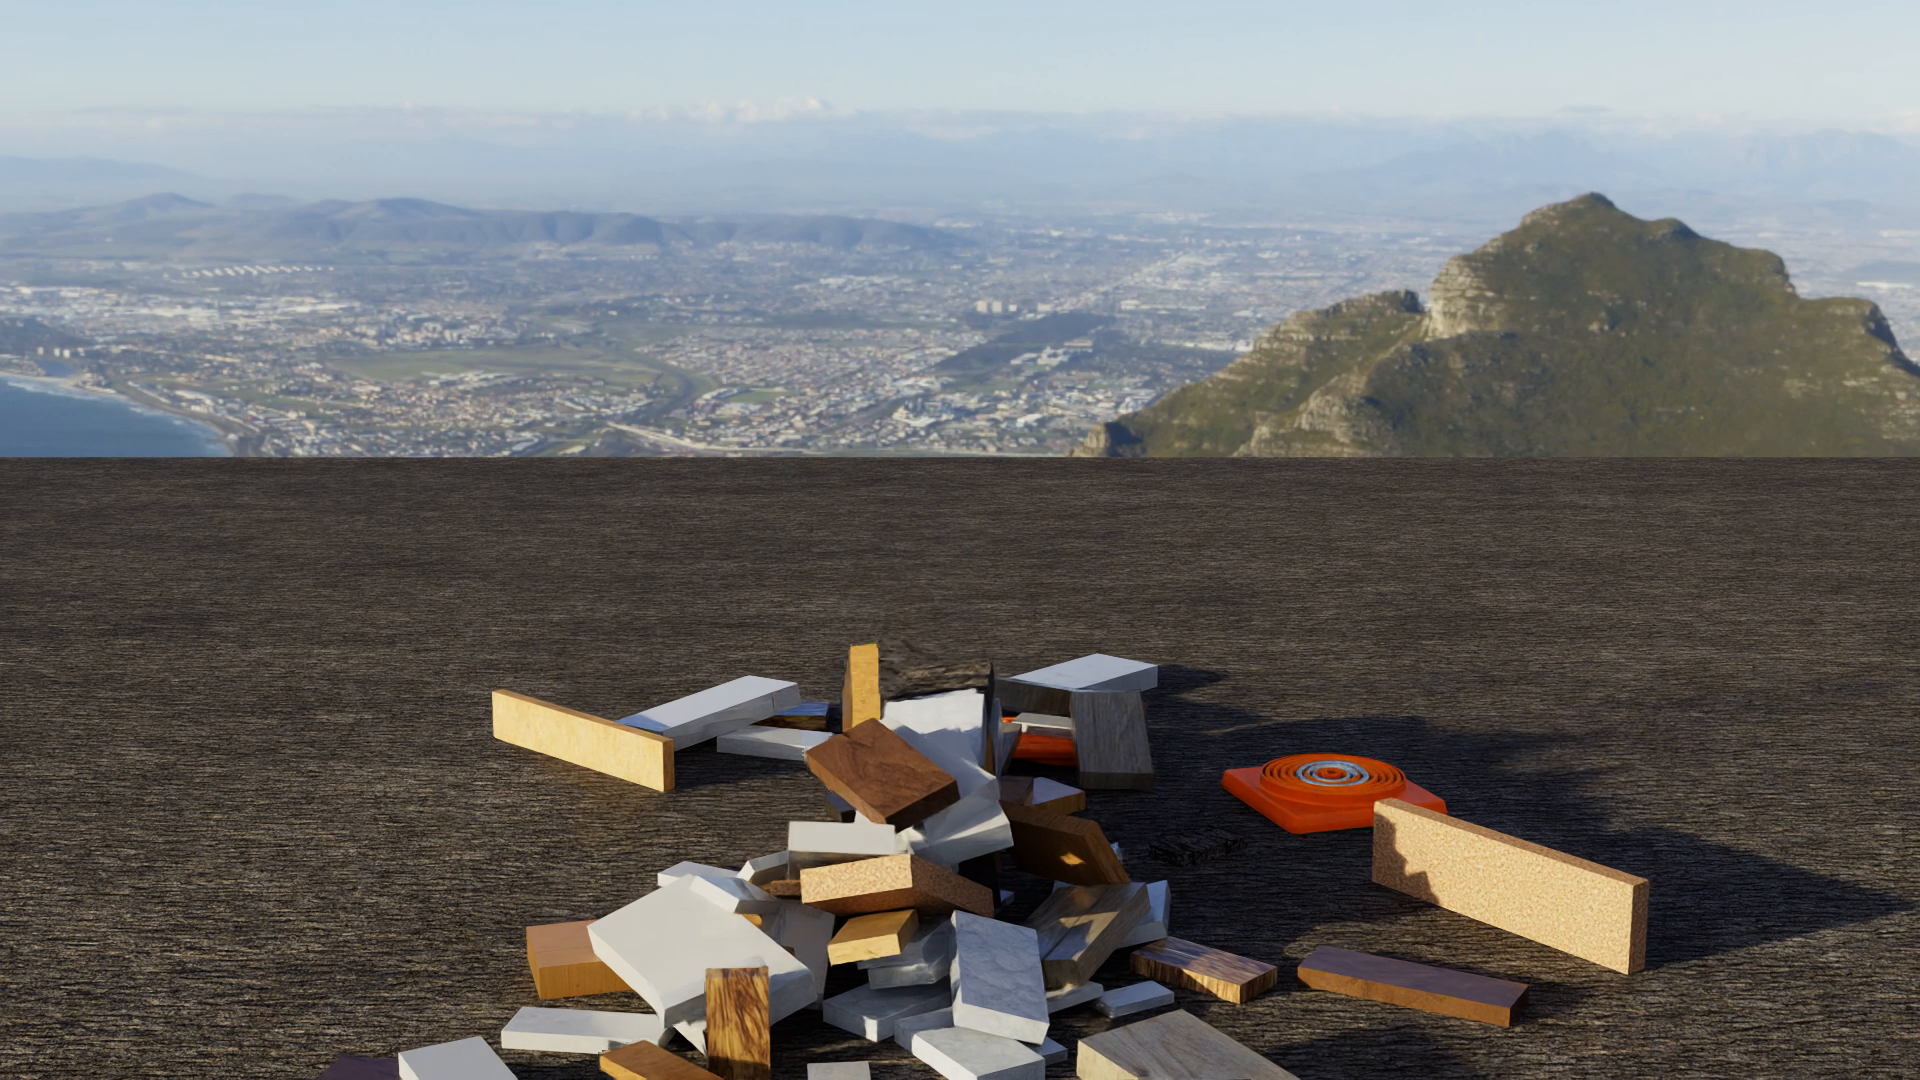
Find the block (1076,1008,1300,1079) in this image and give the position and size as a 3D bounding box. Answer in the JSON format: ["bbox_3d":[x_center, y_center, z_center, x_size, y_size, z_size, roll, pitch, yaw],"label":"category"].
[{"bbox_3d":[0.396,0.729,2.679,0.176,0.050,0.600,-8,17,-34],"label":"block"}]

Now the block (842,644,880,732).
[{"bbox_3d":[-0.178,0.316,3.950,0.047,0.166,0.332,-1,-19,-6],"label":"block"}]

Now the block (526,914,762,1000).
[{"bbox_3d":[-0.472,0.624,3.348,0.352,0.050,0.176,-3,11,-17],"label":"block"}]

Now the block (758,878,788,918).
[{"bbox_3d":[-0.261,0.578,3.517,0.158,0.079,0.022,-9,15,-41],"label":"block"}]

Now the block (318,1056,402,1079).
[{"bbox_3d":[-0.729,0.720,2.883,0.221,0.031,0.110,2,11,8],"label":"block"}]

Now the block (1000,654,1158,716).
[{"bbox_3d":[0.257,0.327,4.950,0.176,0.050,0.388,9,14,41],"label":"block"}]

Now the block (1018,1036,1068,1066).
[{"bbox_3d":[0.094,0.699,3.042,0.055,0.016,0.111,-7,12,-32],"label":"block"}]

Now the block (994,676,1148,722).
[{"bbox_3d":[0.200,0.335,4.638,0.353,0.050,0.176,10,-1,-12],"label":"block"}]

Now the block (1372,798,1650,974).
[{"bbox_3d":[0.869,0.546,3.521,0.040,0.141,0.522,-8,13,-36],"label":"block"}]

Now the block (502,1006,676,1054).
[{"bbox_3d":[-0.518,0.688,3.075,0.224,0.025,0.088,2,11,8],"label":"block"}]

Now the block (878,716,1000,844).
[{"bbox_3d":[-0.081,0.368,3.405,0.141,0.040,0.282,-29,32,-28],"label":"block"}]

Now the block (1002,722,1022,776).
[{"bbox_3d":[0.046,0.411,4.273,0.111,0.031,0.221,4,20,11],"label":"block"}]

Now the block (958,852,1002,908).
[{"bbox_3d":[-0.037,0.480,3.712,0.172,0.049,0.456,-10,27,0],"label":"block"}]

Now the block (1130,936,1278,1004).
[{"bbox_3d":[0.365,0.644,3.302,0.198,0.028,0.099,9,14,40],"label":"block"}]

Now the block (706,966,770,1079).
[{"bbox_3d":[-0.294,0.644,2.925,0.082,0.164,0.023,-1,23,-4],"label":"block"}]

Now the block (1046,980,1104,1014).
[{"bbox_3d":[0.144,0.663,3.179,0.118,0.016,0.055,-12,4,-28],"label":"block"}]

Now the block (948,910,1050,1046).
[{"bbox_3d":[0.052,0.616,3.113,0.126,0.036,0.252,15,19,-8],"label":"block"}]

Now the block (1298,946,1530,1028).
[{"bbox_3d":[0.666,0.655,3.240,0.319,0.028,0.100,6,12,29],"label":"block"}]

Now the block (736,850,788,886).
[{"bbox_3d":[-0.331,0.554,3.500,0.079,0.158,0.022,-9,56,-41],"label":"block"}]

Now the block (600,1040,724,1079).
[{"bbox_3d":[-0.277,0.722,2.763,0.477,0.021,0.074,12,15,42],"label":"block"}]

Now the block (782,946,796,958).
[{"bbox_3d":[-0.316,0.643,3.142,0.091,0.026,0.182,2,29,26],"label":"block"}]

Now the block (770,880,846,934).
[{"bbox_3d":[-0.235,0.571,3.418,0.082,0.023,0.164,-1,-31,10],"label":"block"}]

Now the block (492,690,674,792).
[{"bbox_3d":[-0.765,0.399,4.425,0.563,0.099,0.028,10,14,43],"label":"block"}]

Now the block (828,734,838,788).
[{"bbox_3d":[-0.160,0.436,4.223,0.201,0.100,0.028,6,12,27],"label":"block"}]

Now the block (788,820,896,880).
[{"bbox_3d":[-0.179,0.474,3.284,0.151,0.043,0.301,3,-19,-3],"label":"block"}]

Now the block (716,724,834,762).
[{"bbox_3d":[-0.364,0.417,4.514,0.244,0.031,0.111,4,11,20],"label":"block"}]

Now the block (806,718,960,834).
[{"bbox_3d":[-0.120,0.359,3.355,0.126,0.036,0.252,-26,30,-23],"label":"block"}]

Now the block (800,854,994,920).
[{"bbox_3d":[-0.089,0.536,3.309,0.172,0.049,0.344,-11,-21,18],"label":"block"}]

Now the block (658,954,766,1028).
[{"bbox_3d":[-0.336,0.611,2.979,0.149,0.021,0.074,-20,-27,-19],"label":"block"}]

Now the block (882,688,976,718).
[{"bbox_3d":[-0.048,0.358,3.737,0.166,0.047,0.332,-8,22,2],"label":"block"}]

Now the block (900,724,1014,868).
[{"bbox_3d":[-0.033,0.399,3.420,0.151,0.043,0.301,-15,28,-9],"label":"block"}]
